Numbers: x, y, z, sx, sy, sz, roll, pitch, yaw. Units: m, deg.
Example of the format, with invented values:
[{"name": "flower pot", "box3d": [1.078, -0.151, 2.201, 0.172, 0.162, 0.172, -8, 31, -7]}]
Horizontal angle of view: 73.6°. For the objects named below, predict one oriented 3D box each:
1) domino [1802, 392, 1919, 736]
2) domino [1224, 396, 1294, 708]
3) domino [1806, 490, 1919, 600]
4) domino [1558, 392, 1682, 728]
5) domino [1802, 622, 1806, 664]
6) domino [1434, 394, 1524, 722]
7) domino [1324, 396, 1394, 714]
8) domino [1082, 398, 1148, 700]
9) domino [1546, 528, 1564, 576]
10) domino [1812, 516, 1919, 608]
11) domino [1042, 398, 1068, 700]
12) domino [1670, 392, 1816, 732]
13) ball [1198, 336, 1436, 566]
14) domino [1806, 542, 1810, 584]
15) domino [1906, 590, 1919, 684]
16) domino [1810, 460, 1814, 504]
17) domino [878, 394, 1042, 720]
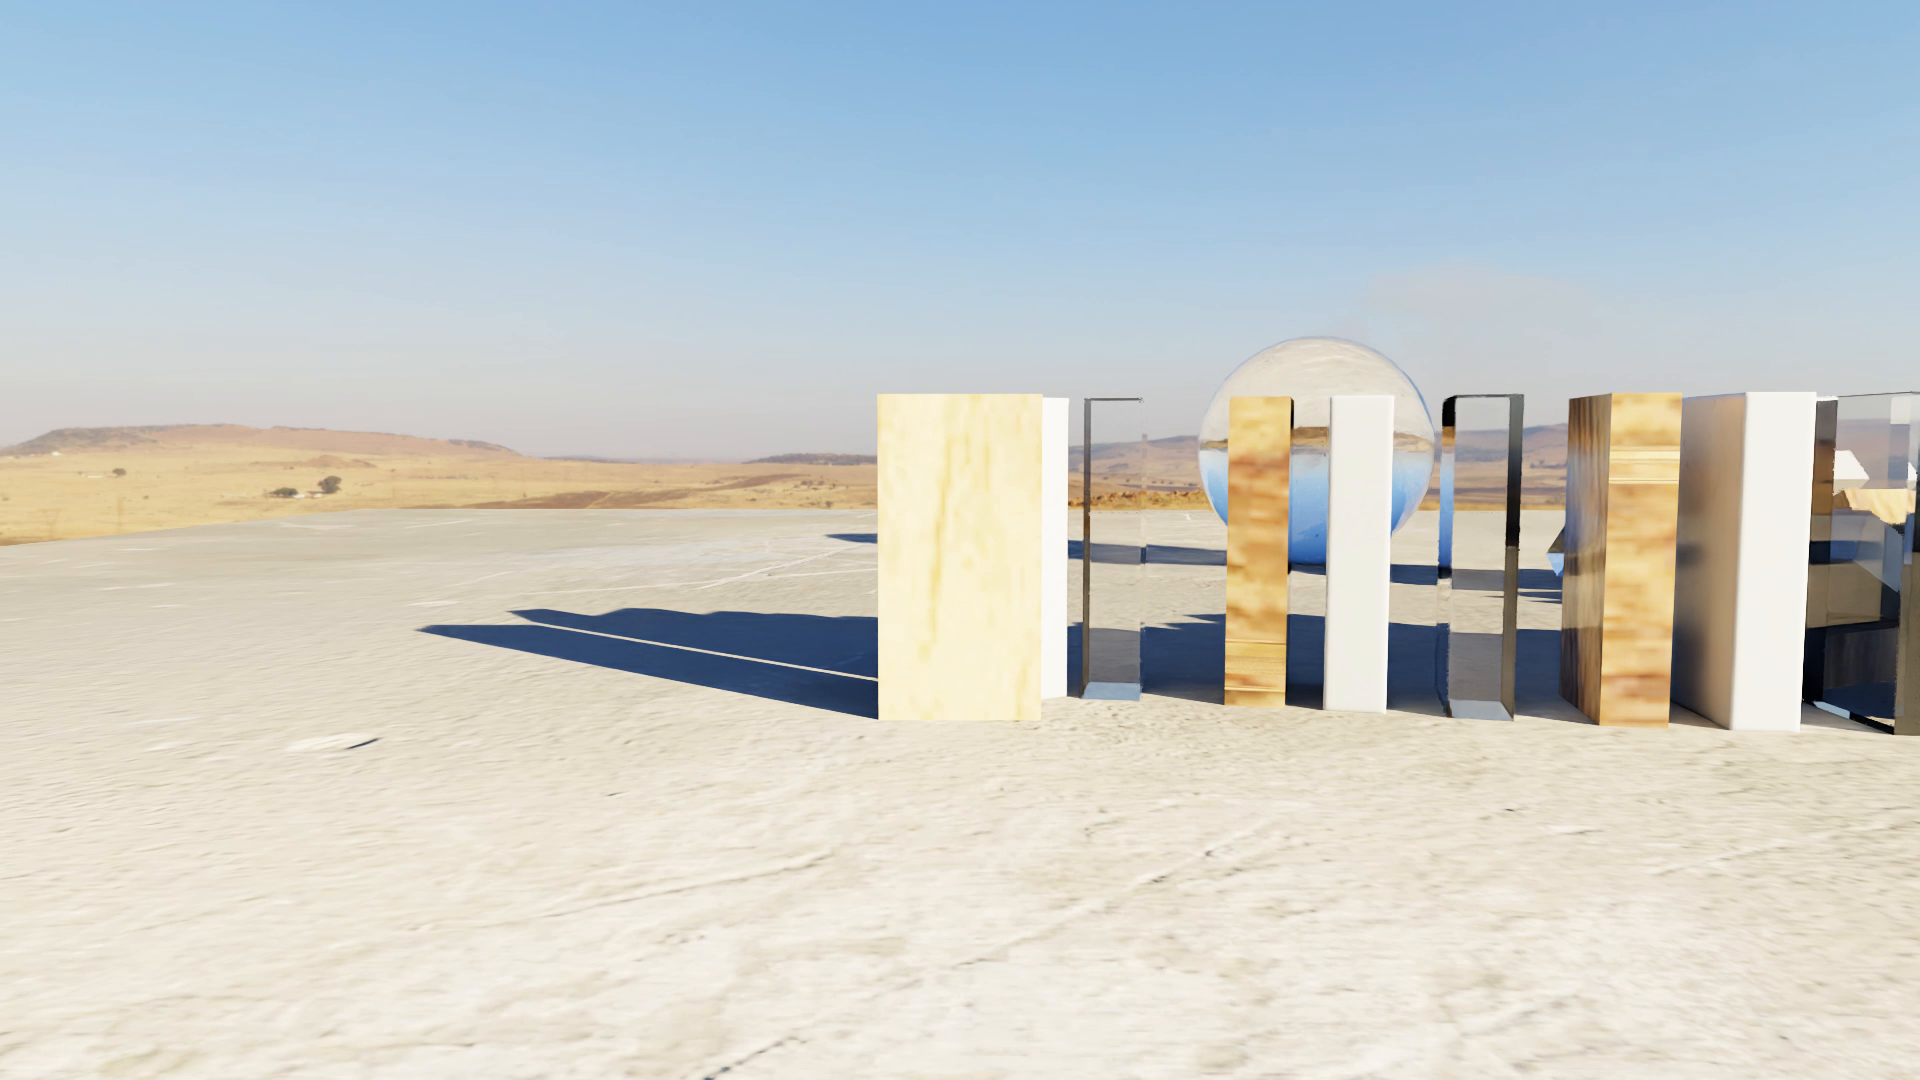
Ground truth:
[{"name": "domino", "box3d": [0.143, 0.003, 0.198, 0.009, 0.050, 0.025, 0, 4, 6]}, {"name": "domino", "box3d": [0.051, 0.001, 0.218, 0.009, 0.050, 0.025, 1, 4, 16]}, {"name": "domino", "box3d": [0.228, 0.002, 0.329, 0.025, 0.009, 0.050, -1, -23, -7]}, {"name": "domino", "box3d": [0.104, 0.002, 0.203, 0.009, 0.050, 0.025, 1, 4, 12]}, {"name": "domino", "box3d": [0.158, 0.020, 0.236, 0.050, 0.010, 0.025, -2, 5, -27]}, {"name": "domino", "box3d": [0.084, 0.002, 0.208, 0.010, 0.050, 0.025, 1, 4, 16]}, {"name": "domino", "box3d": [0.066, 0.002, 0.214, 0.010, 0.050, 0.025, 1, 4, 17]}, {"name": "domino", "box3d": [0.027, 0.001, 0.224, 0.010, 0.050, 0.025, 1, 4, 10]}, {"name": "domino", "box3d": [0.207, -0.008, 0.399, 0.025, 0.050, 0.009, -1, 49, -7]}, {"name": "domino", "box3d": [0.234, 0.003, 0.308, 0.025, 0.010, 0.050, 1, -24, -8]}, {"name": "domino", "box3d": [0.007, 0.001, 0.223, 0.009, 0.050, 0.025, -3, 5, -34]}, {"name": "domino", "box3d": [0.121, 0.003, 0.200, 0.010, 0.050, 0.025, 1, 4, 8]}, {"name": "ball", "box3d": [0.124, -0.031, 0.449, 0.080, 0.080, 0.080, 0, 4, 0]}, {"name": "domino", "box3d": [0.179, 0.009, 0.245, 0.050, 0.010, 0.025, 26, -8, -24]}, {"name": "domino", "box3d": [0.182, 0.001, 0.222, 0.025, 0.050, 0.010, -1, 9, -13]}, {"name": "domino", "box3d": [0.222, -0.004, 0.346, 0.025, 0.009, 0.050, -1, -38, -7]}, {"name": "domino", "box3d": [0.000, 0.002, 0.201, 0.025, 0.050, 0.010, 0, 4, 0]}]
